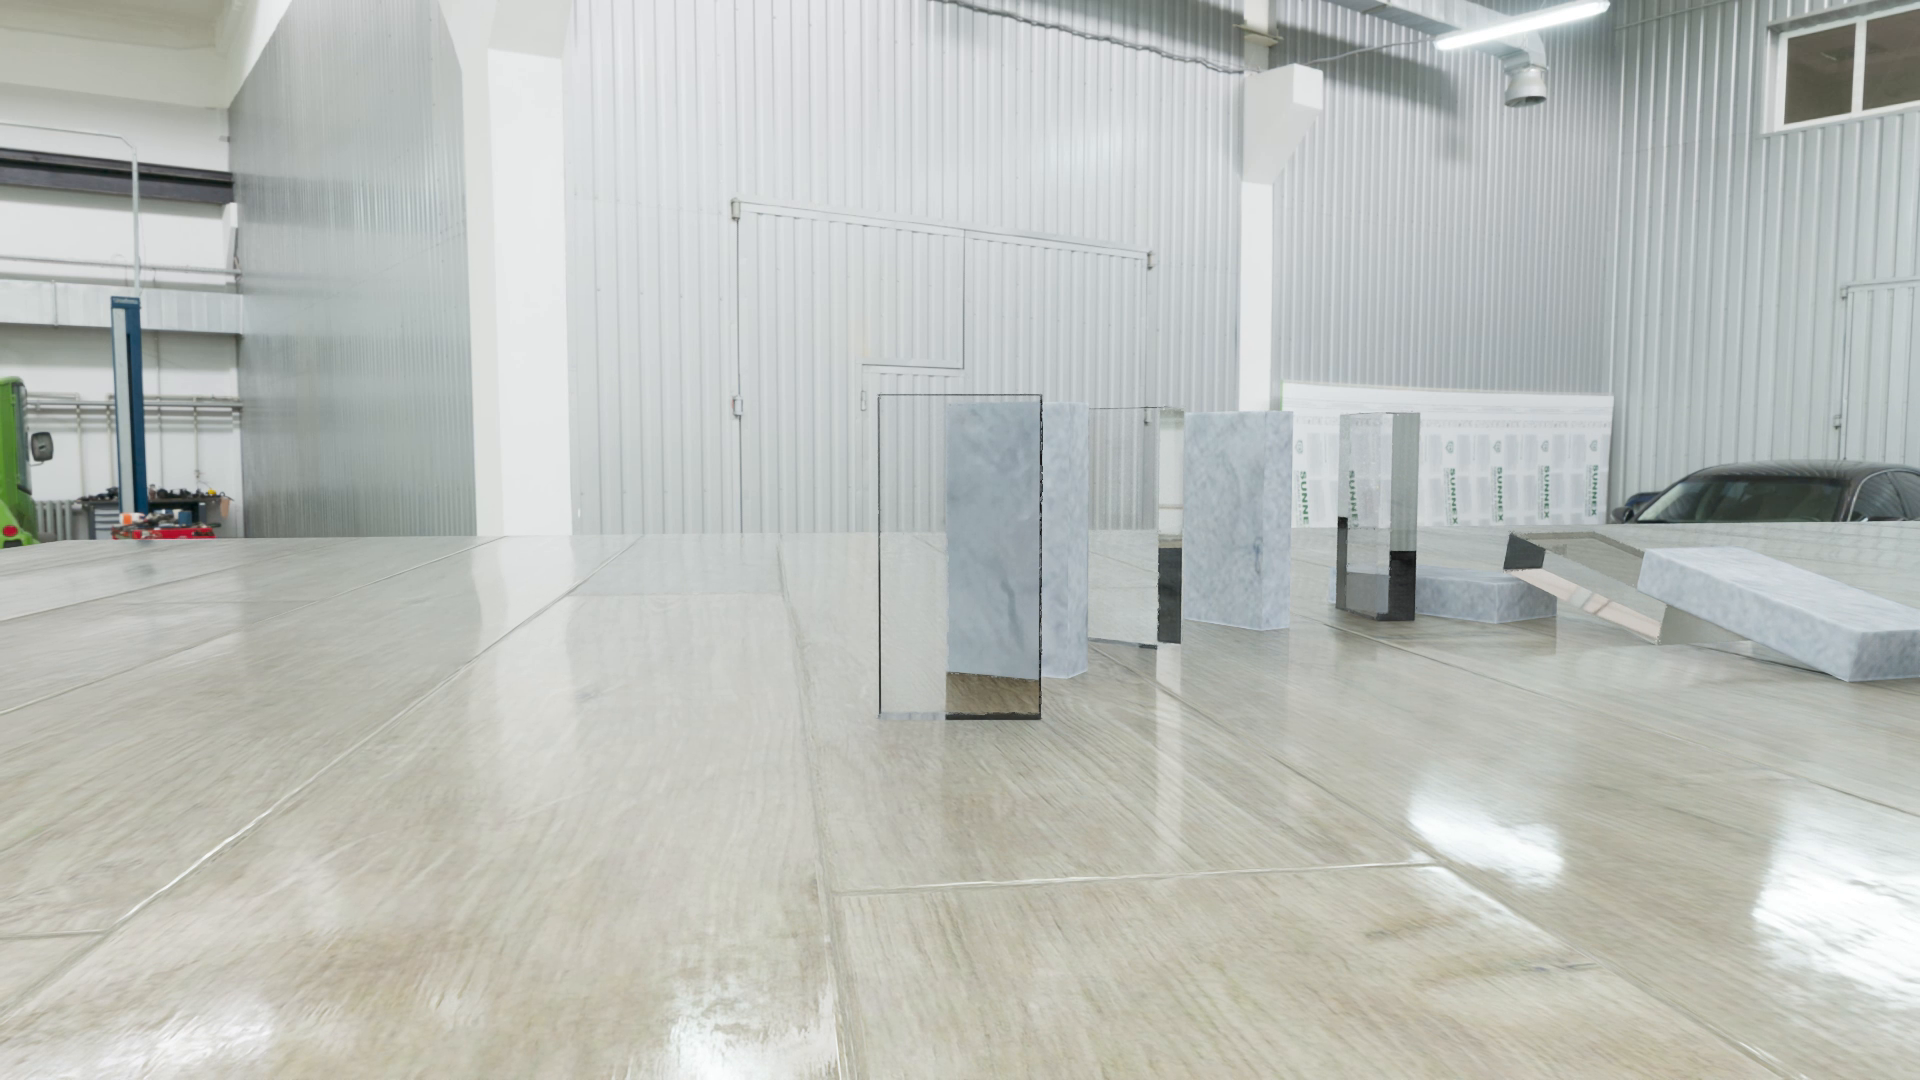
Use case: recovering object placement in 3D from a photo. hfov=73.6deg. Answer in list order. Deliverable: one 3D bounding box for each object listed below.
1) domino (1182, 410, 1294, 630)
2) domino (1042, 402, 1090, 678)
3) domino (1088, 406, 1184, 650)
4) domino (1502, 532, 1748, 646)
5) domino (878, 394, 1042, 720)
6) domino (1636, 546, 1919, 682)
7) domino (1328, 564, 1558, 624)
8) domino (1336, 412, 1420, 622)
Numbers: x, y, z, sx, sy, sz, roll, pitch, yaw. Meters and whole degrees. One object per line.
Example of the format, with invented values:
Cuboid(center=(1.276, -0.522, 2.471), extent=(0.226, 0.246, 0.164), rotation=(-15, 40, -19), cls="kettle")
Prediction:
Cuboid(center=(0.065, -0.005, 0.303), extent=(0.010, 0.050, 0.025), rotation=(-3, 5, -35), cls="domino")
Cuboid(center=(0.011, -0.001, 0.241), extent=(0.025, 0.050, 0.009), rotation=(2, 5, 28), cls="domino")
Cuboid(center=(0.034, -0.003, 0.275), extent=(0.025, 0.050, 0.009), rotation=(4, 6, 40), cls="domino")
Cuboid(center=(0.153, 0.010, 0.296), extent=(0.025, 0.010, 0.050), rotation=(-1, 18, -16), cls="domino")
Cuboid(center=(0.000, 0.002, 0.201), extent=(0.025, 0.050, 0.010), rotation=(0, 4, 0), cls="domino")
Cuboid(center=(0.164, 0.013, 0.255), extent=(0.025, 0.009, 0.050), rotation=(-1, 17, -16), cls="domino")
Cuboid(center=(0.124, 0.013, 0.331), extent=(0.025, 0.010, 0.050), rotation=(-3, 5, -34), cls="domino")
Cuboid(center=(0.103, -0.006, 0.319), extent=(0.009, 0.050, 0.025), rotation=(0, 4, -6), cls="domino")
